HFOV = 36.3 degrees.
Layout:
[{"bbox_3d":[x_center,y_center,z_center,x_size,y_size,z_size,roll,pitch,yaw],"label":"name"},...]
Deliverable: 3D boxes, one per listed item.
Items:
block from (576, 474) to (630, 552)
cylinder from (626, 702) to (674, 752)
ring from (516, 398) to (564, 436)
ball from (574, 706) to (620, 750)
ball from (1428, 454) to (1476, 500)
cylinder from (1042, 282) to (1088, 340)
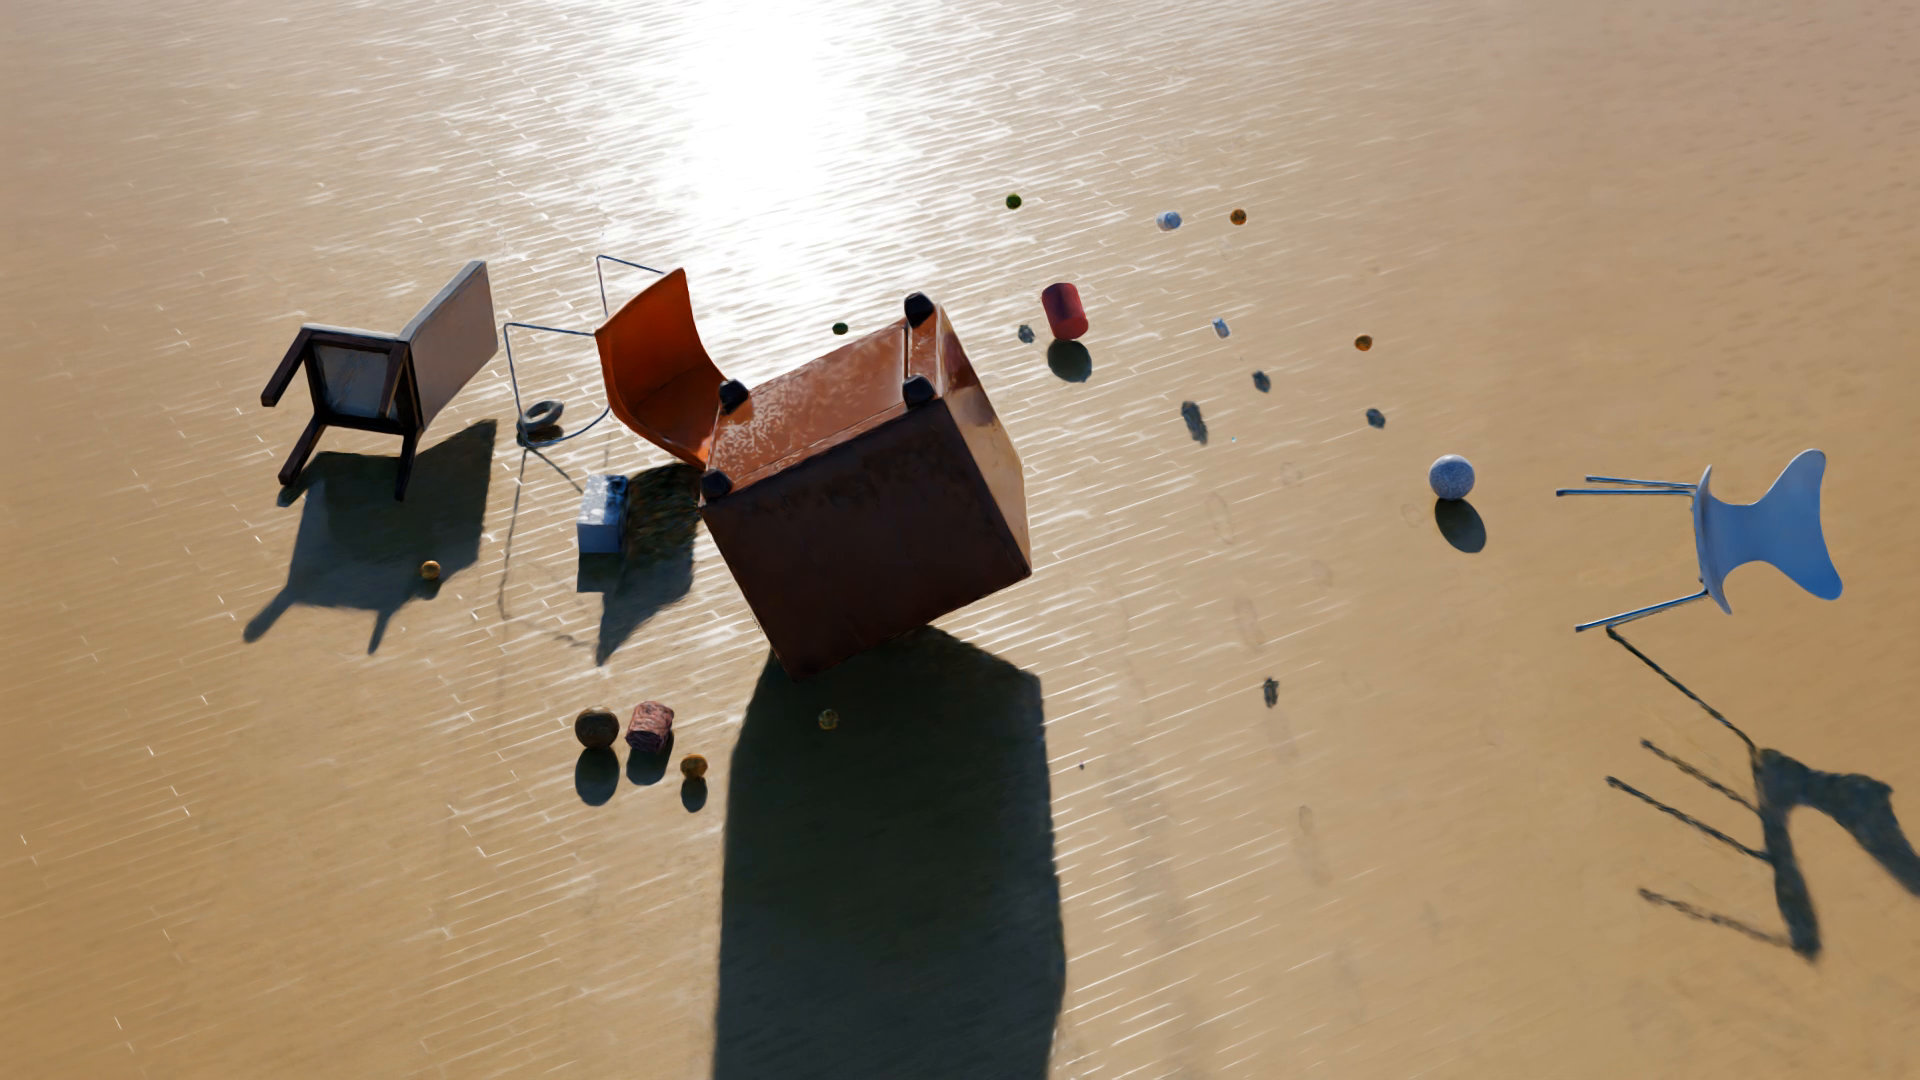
[{"bbox_3d":[-1.333,-0.100,10.982,0.152,0.126,0.340,1,33,1],"label":"block"},{"bbox_3d":[-1.048,0.630,9.907,0.138,0.088,0.163,9,34,1],"label":"cylinder"},{"bbox_3d":[-1.663,-0.489,11.614,0.131,0.052,0.226,33,56,31],"label":"ring"},{"bbox_3d":[-1.219,0.630,9.852,0.150,0.150,0.150,0,33,0],"label":"ball"},{"bbox_3d":[1.870,-0.238,11.145,0.177,0.177,0.177,0,33,0],"label":"ball"},{"bbox_3d":[0.436,-0.951,12.194,0.158,0.152,0.190,2,53,-26],"label":"cylinder"}]
